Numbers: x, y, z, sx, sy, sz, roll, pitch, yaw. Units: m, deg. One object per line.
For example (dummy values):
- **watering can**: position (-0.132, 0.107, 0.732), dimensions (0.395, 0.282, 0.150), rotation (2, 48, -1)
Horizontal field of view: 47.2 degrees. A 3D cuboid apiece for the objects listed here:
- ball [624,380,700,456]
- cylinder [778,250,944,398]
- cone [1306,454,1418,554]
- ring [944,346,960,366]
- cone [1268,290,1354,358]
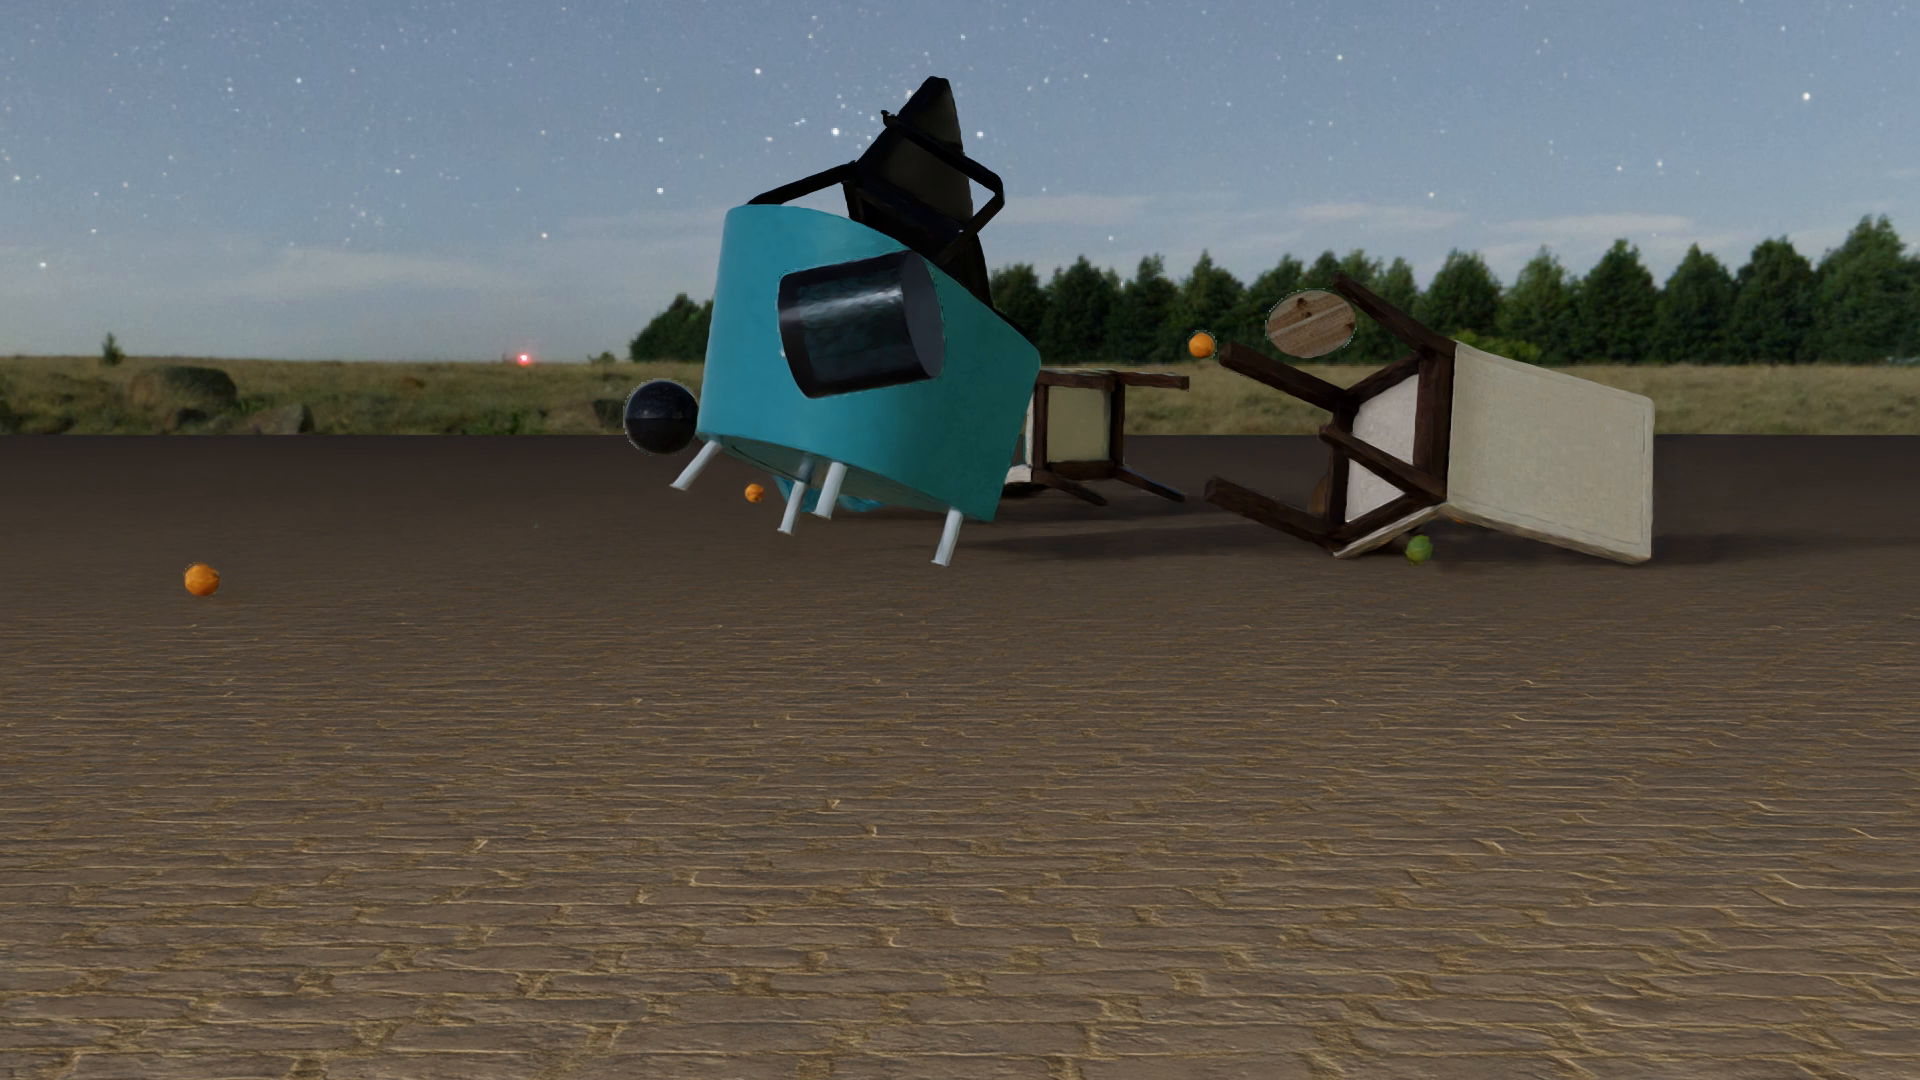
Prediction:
- **ball**: position (-0.937, -0.385, 6.925), dimensions (0.236, 0.236, 0.236), rotation (0, 4, 0)
- **cylinder**: position (-0.220, -0.480, 4.912), dimensions (0.308, 0.289, 0.191), rotation (-8, 9, 24)
- **cone**: position (1.169, -0.041, 6.160), dimensions (0.320, 0.276, 0.348), rotation (-34, -30, 10)
- **ring**: position (-0.078, -0.660, 7.806), dimensions (0.105, 0.051, 0.220), rotation (-8, -12, 39)
- **cone**: position (1.119, -0.740, 6.977), dimensions (0.280, 0.239, 0.209), rotation (-21, 31, 26)
